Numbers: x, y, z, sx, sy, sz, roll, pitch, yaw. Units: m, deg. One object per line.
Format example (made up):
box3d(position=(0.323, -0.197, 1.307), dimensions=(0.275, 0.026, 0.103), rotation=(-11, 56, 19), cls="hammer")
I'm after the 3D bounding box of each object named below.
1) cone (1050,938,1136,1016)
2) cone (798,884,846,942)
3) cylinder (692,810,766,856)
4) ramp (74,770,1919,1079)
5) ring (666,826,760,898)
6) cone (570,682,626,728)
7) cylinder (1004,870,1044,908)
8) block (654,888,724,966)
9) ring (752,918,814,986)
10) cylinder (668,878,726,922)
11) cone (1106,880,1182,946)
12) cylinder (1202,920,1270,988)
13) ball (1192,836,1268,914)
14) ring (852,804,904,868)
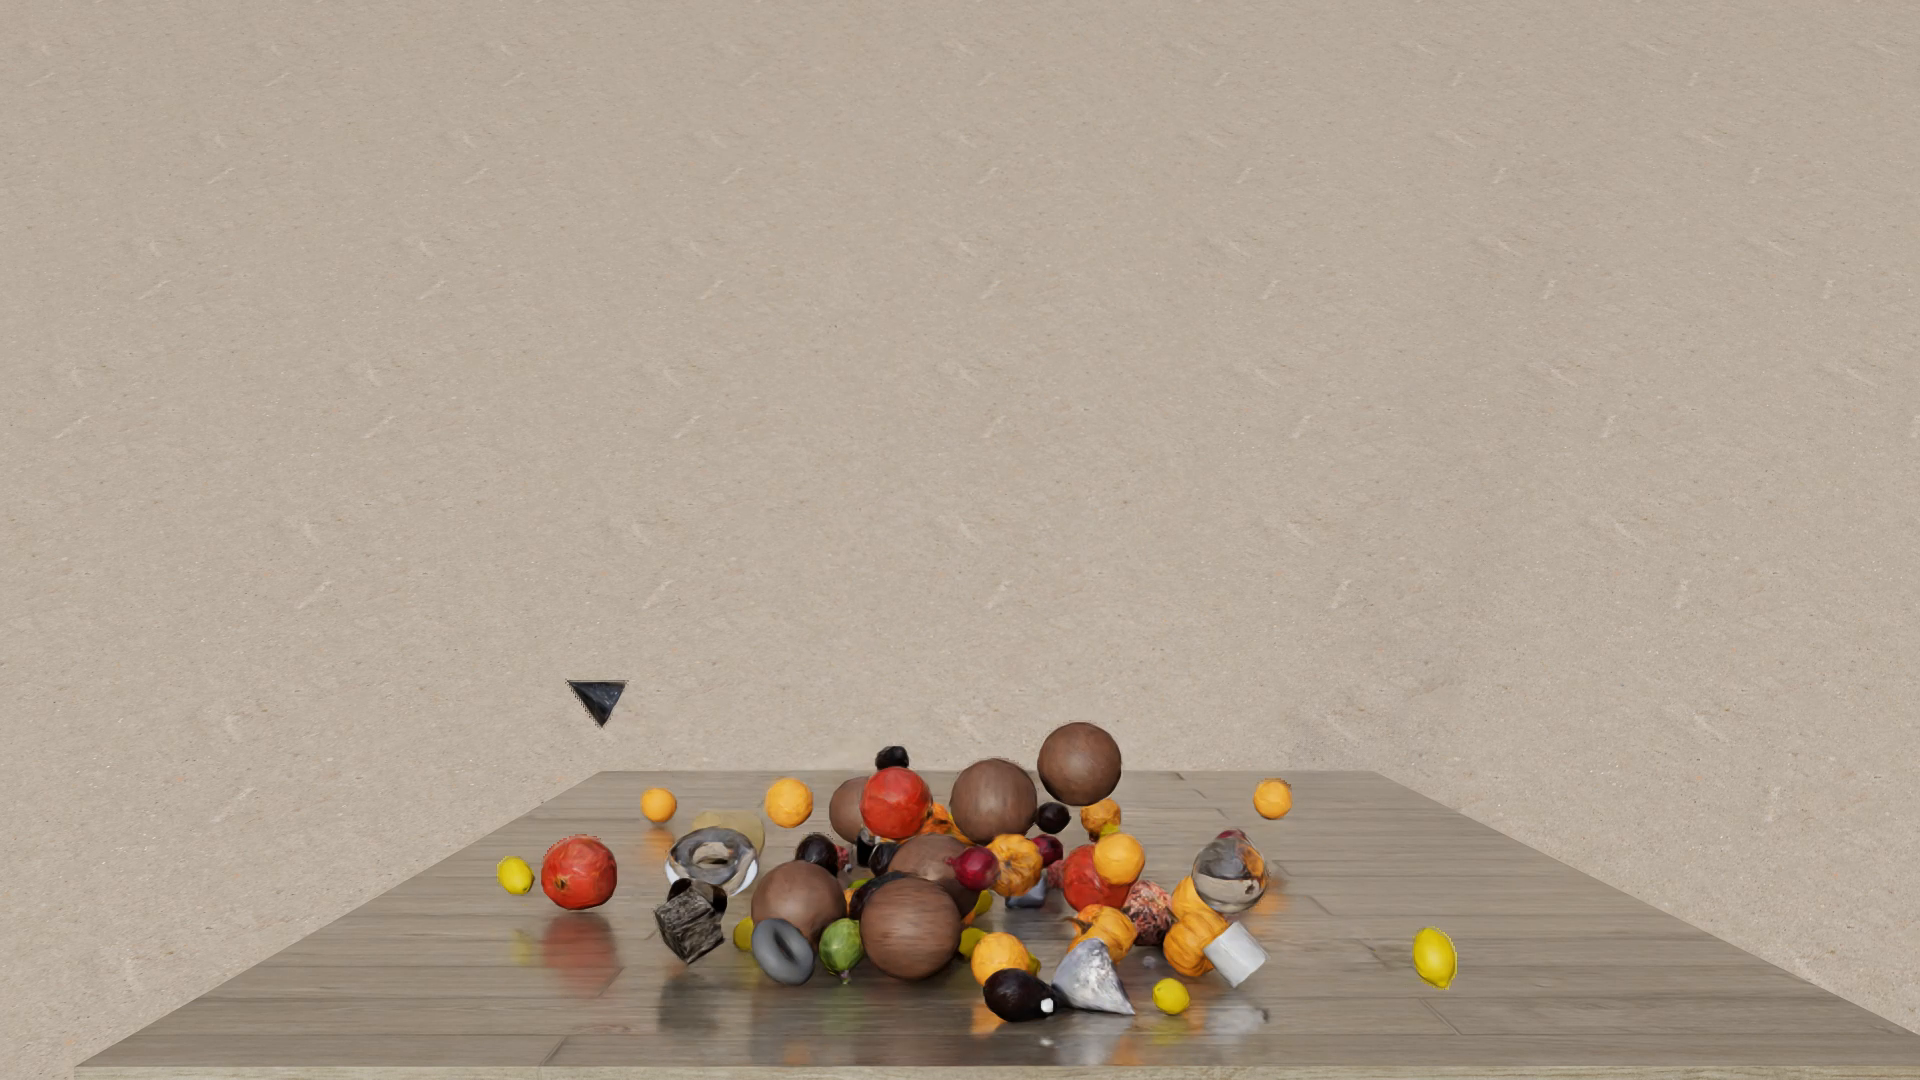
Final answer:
box3d(position=(0.173, 0.534, 3.052), dimensions=(0.095, 0.095, 0.095), rotation=(-27, 45, -36), cls="cone")
box3d(position=(-0.199, 0.524, 3.661), dimensions=(0.077, 0.077, 0.077), rotation=(0, -1, 0), cls="cone")
box3d(position=(-0.409, 0.524, 4.569), dimensions=(0.093, 0.093, 0.093), rotation=(5, 21, -44), cls="cylinder")
box3d(position=(0.071, 0.625, 4.714), dimensions=(2.000, 0.100, 4.000), rotation=(0, -1, 0), cls="ramp")
box3d(position=(-0.374, 0.489, 3.917), dimensions=(0.143, 0.048, 0.143), rotation=(-1, 35, 1), cls="ring")
box3d(position=(-0.574, 0.239, 4.032), dimensions=(0.081, 0.081, 0.081), rotation=(29, 33, -6), cls="cone")
box3d(position=(0.099, 0.538, 3.995), dimensions=(0.054, 0.054, 0.054), rotation=(-1, 32, -10), cls="cylinder")
box3d(position=(-0.355, 0.507, 3.399), dimensions=(0.060, 0.060, 0.060), rotation=(-31, 41, -24), cls="block")
box3d(position=(-0.218, 0.509, 3.200), dimensions=(0.094, 0.031, 0.094), rotation=(37, 26, -22), cls="ring")
box3d(position=(-0.370, 0.509, 3.644), dimensions=(0.060, 0.060, 0.060), rotation=(20, 14, -41), cls="cylinder")
box3d(position=(0.233, 0.532, 3.545), dimensions=(0.099, 0.099, 0.099), rotation=(-26, 40, -36), cls="cone")
box3d(position=(0.343, 0.515, 3.224), dimensions=(0.060, 0.060, 0.060), rotation=(49, 48, 9), cls="cylinder")
box3d(position=(0.352, 0.438, 3.382), dimensions=(0.099, 0.099, 0.099), rotation=(0, 32, 0), cls="ball")
box3d(position=(-0.139, 0.503, 4.403), dimensions=(0.041, 0.123, 0.123), rotation=(32, 41, 18), cls="ring")
